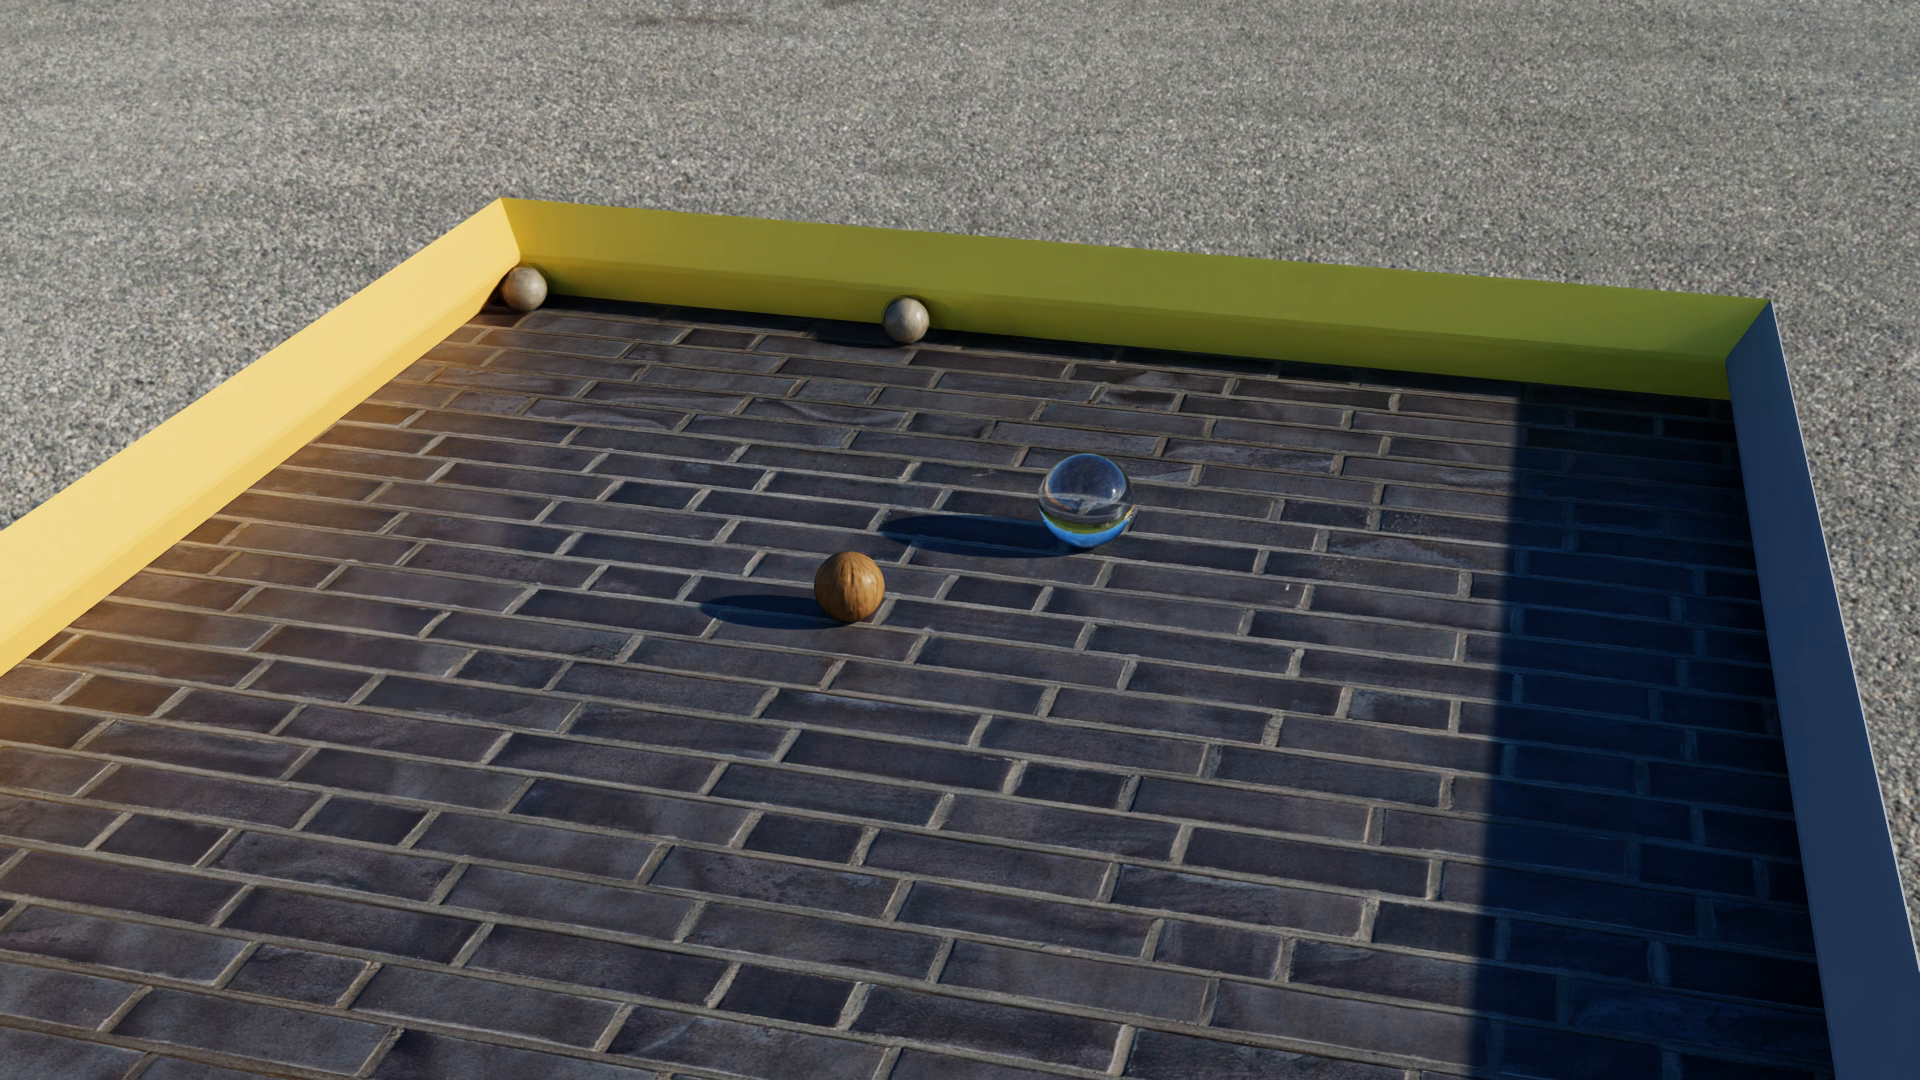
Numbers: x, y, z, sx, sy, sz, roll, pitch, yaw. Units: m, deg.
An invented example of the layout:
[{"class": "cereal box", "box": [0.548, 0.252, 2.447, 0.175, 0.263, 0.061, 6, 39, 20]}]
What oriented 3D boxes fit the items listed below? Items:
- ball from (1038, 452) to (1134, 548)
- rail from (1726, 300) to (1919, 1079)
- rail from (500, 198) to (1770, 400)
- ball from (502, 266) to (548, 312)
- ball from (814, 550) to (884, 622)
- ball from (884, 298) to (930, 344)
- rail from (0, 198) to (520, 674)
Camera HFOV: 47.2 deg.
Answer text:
[{"class": "ball", "box": [0.131, -0.041, 2.274, 0.099, 0.099, 0.099, 0, 26, 0]}, {"class": "rail", "box": [0.595, 0.350, 1.436, 0.045, 0.129, 2.723, 6, 27, 13]}, {"class": "rail", "box": [0.163, -0.303, 2.777, 1.626, 0.129, 0.045, 6, 27, 13]}, {"class": "ball", "box": [-0.578, -0.333, 2.919, 0.059, 0.059, 0.059, 0, 26, 0]}, {"class": "ball", "box": [-0.107, 0.045, 2.132, 0.069, 0.069, 0.069, 0, 26, 0]}, {"class": "ball", "box": [-0.069, -0.281, 2.813, 0.059, 0.059, 0.059, 0, 26, 0]}, {"class": "rail", "box": [-0.934, 0.178, 1.788, 0.045, 0.129, 2.723, 6, 27, 13]}]
